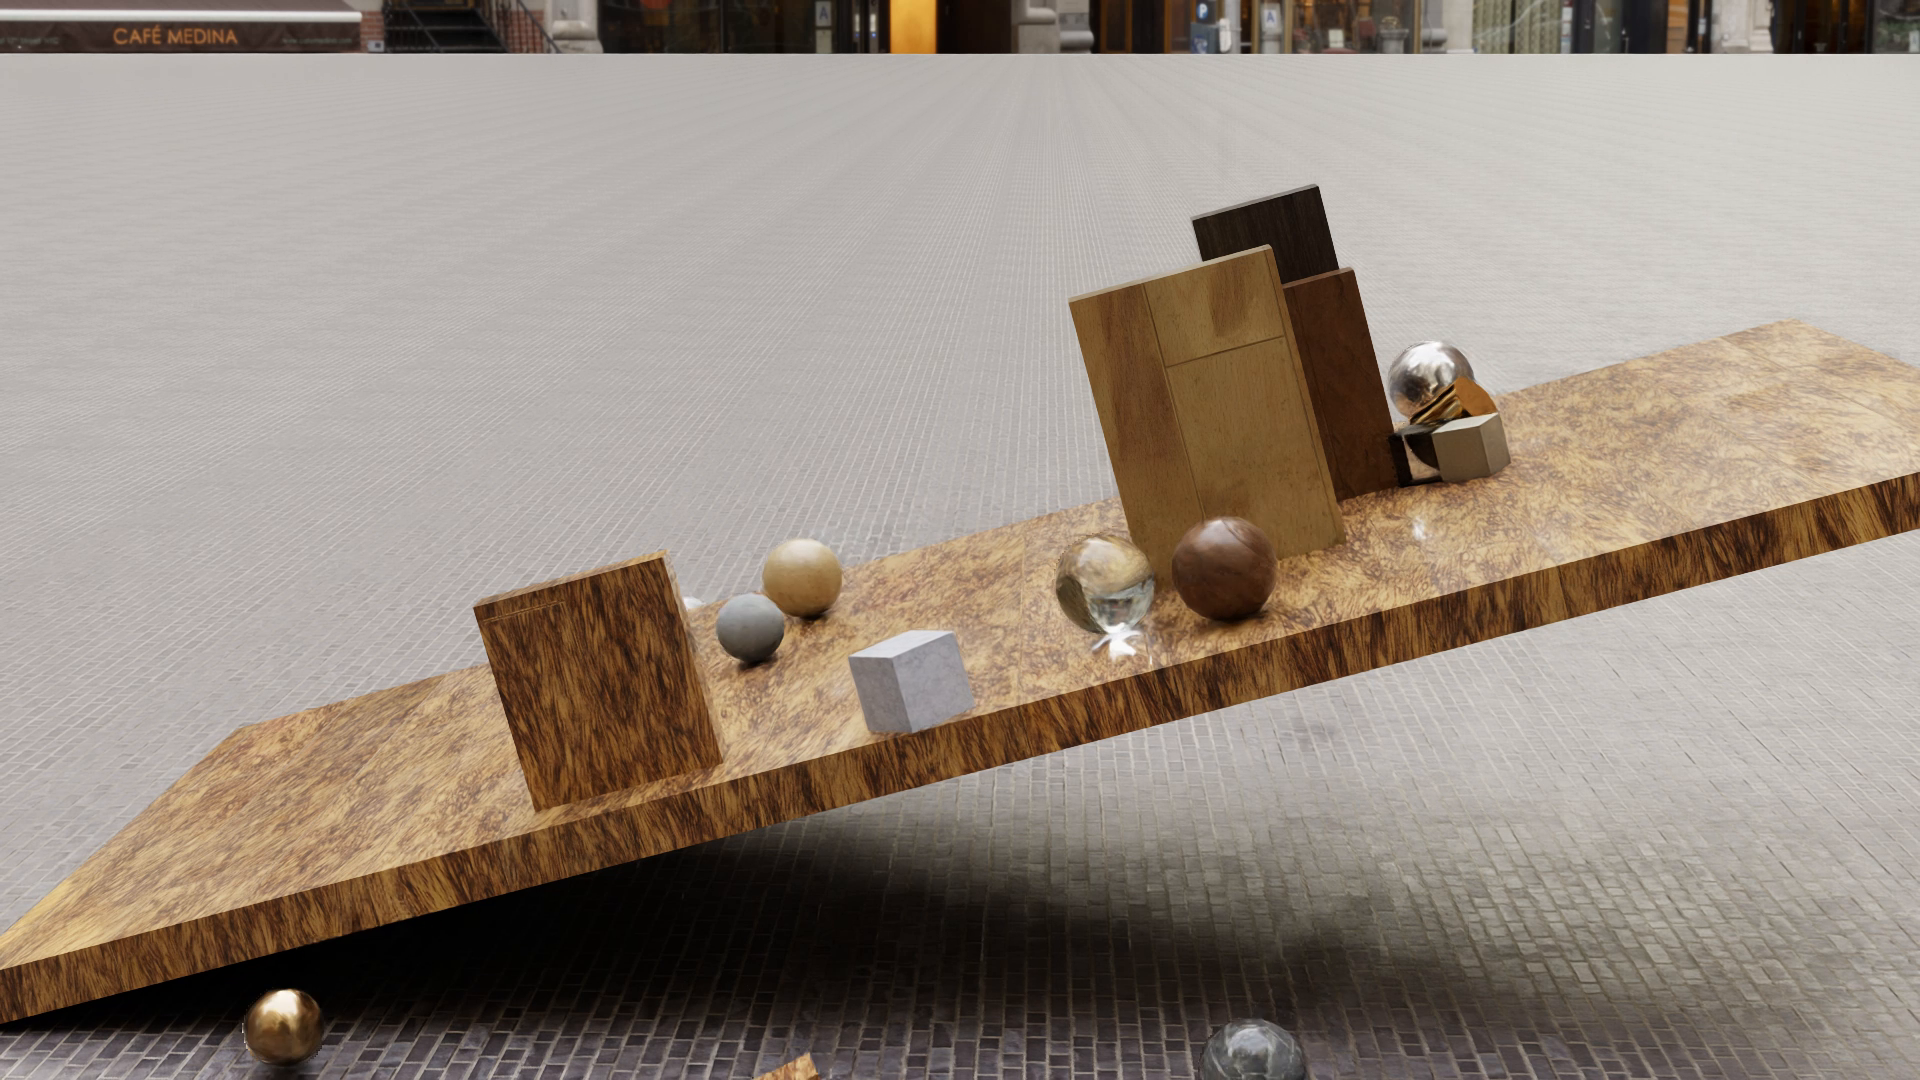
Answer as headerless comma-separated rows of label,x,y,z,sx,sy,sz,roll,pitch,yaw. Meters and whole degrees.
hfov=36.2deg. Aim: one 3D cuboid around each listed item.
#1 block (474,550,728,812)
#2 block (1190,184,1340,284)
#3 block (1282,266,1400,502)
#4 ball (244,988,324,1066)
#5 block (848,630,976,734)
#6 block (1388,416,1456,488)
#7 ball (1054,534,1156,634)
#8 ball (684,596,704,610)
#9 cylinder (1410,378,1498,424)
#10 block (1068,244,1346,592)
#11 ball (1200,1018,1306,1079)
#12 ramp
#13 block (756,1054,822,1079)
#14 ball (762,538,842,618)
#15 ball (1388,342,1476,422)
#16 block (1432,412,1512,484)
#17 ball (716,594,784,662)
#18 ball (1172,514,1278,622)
block,-0.676,0.265,5.551,0.371,0.408,0.085,-15,9,4
block,0.758,-0.469,6.801,0.297,0.645,0.115,-15,9,4
block,0.761,-0.320,6.427,0.316,0.482,0.094,-15,9,4
ball,-1.212,0.874,5.280,0.140,0.140,0.140,0,10,0
block,-0.090,0.261,5.428,0.147,0.147,0.147,-22,11,-34
block,1.016,-0.190,6.380,0.114,0.114,0.114,-9,11,35
ball,0.281,0.087,5.701,0.195,0.195,0.195,0,10,0
ball,-0.820,0.248,8.867,0.152,0.152,0.152,0,10,0
cylinder,1.088,-0.262,6.466,0.138,0.138,0.138,-42,-17,34
block,0.503,-0.244,5.976,0.420,0.617,0.101,-15,9,4
ball,0.502,0.912,5.046,0.181,0.181,0.181,0,10,0
ramp,0.081,0.191,6.329,4.000,0.100,2.000,-15,9,4
block,-0.274,0.949,4.943,0.107,0.107,0.107,-25,12,-6
ball,-0.363,0.087,6.780,0.185,0.185,0.185,0,10,0
ball,1.121,-0.370,6.992,0.204,0.204,0.204,0,10,0
block,1.095,-0.197,6.295,0.112,0.112,0.112,-9,11,35
ball,-0.458,0.191,6.431,0.150,0.150,0.150,0,10,0
ball,0.497,0.053,5.529,0.200,0.200,0.200,0,10,0
